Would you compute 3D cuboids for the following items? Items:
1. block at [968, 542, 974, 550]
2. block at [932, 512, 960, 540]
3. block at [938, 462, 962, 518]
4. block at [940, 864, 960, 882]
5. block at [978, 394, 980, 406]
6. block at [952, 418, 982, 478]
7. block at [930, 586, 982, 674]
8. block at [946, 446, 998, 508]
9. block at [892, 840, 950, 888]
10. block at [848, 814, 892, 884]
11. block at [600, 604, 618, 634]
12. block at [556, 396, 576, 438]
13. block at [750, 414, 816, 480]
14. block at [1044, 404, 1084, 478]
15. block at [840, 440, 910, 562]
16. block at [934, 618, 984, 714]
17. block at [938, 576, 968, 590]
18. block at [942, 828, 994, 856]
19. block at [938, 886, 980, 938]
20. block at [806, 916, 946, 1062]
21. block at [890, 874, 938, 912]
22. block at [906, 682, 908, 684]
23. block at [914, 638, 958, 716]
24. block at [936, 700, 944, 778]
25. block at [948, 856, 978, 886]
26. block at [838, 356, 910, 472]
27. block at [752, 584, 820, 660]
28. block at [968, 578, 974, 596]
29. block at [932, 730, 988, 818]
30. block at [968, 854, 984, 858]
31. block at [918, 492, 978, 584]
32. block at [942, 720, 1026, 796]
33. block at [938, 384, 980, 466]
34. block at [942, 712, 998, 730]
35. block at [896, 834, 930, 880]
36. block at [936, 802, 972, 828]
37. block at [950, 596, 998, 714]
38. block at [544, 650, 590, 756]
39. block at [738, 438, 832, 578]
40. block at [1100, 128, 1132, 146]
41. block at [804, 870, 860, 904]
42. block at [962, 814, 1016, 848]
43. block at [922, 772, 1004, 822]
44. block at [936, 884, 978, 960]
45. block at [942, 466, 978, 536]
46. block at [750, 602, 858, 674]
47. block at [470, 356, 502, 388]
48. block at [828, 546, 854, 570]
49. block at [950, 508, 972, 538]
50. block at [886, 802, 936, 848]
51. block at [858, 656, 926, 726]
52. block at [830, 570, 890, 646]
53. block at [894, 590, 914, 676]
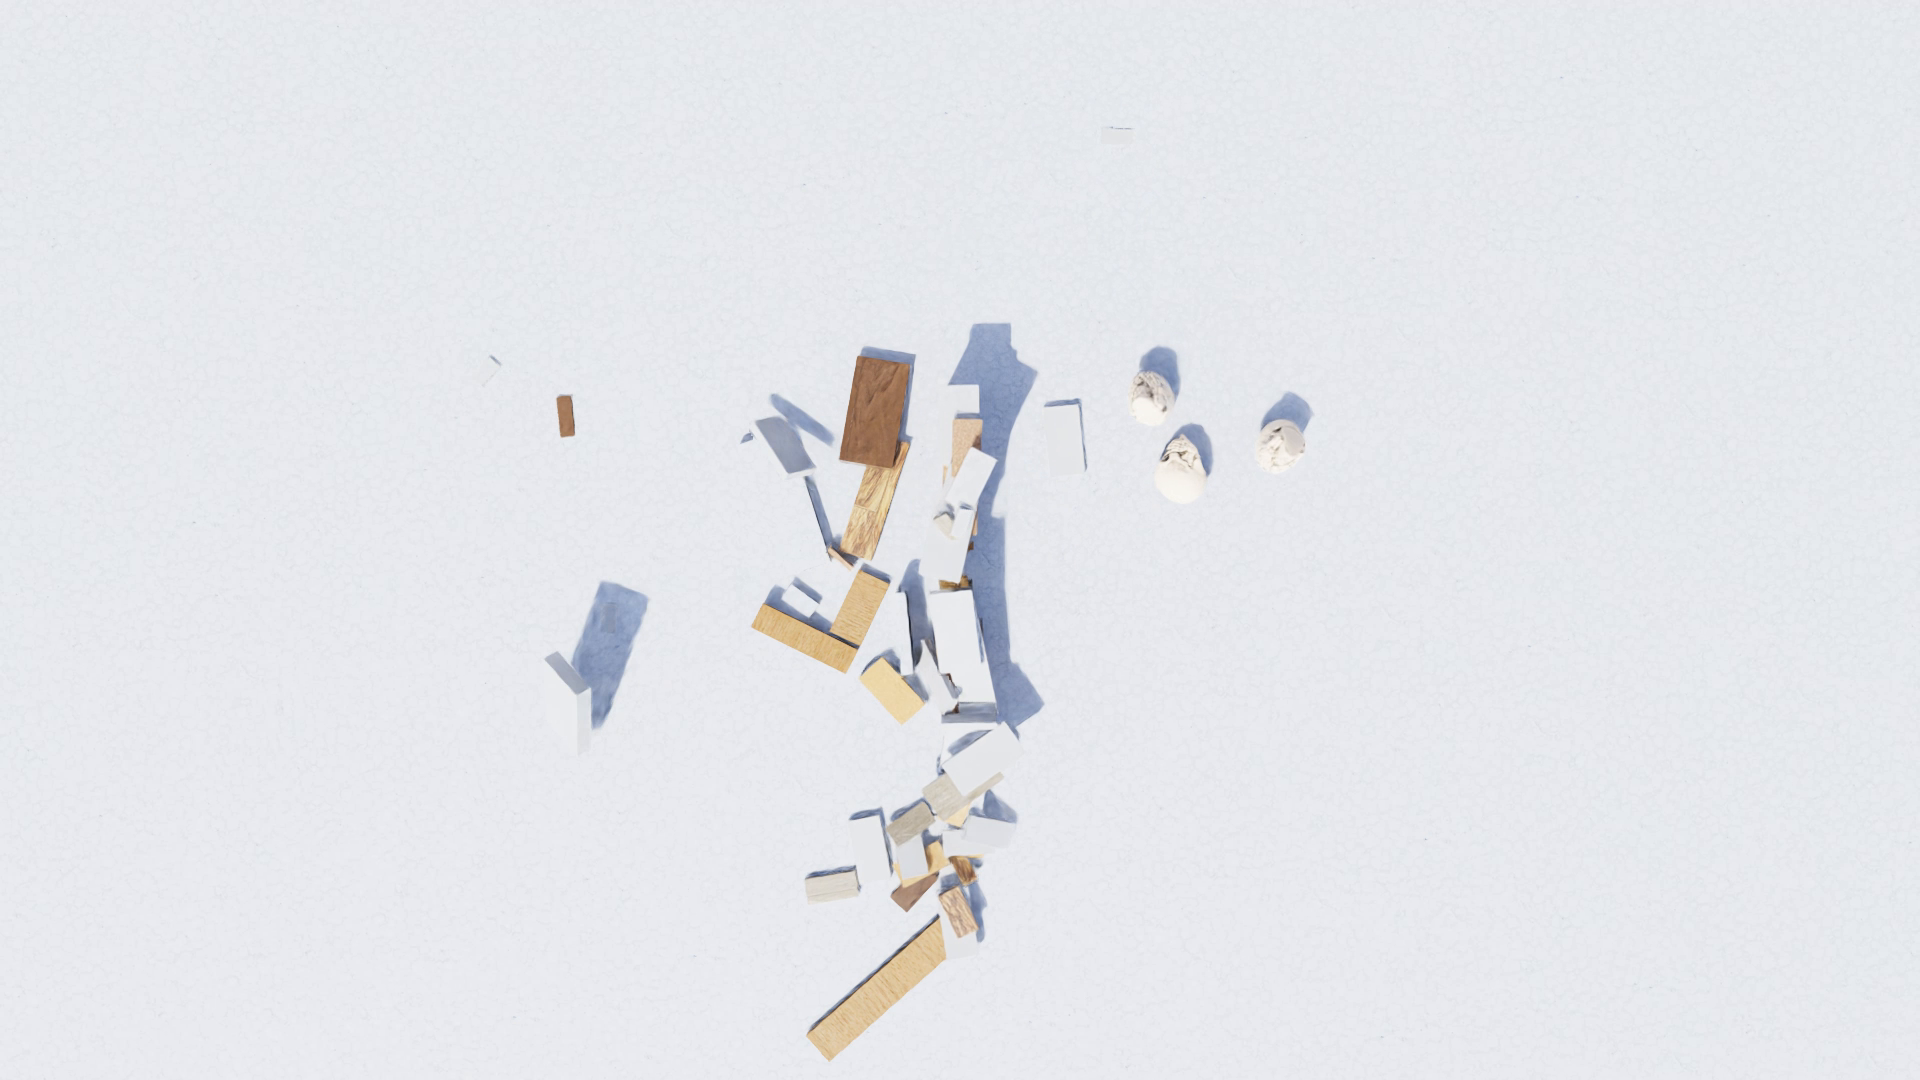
[{"bbox_3d":[-0.003,0.018,5.407,0.093,0.186,0.026,0,90,0],"label":"block"},{"bbox_3d":[-0.035,-0.044,5.166,0.052,0.015,0.104,-25,126,25],"label":"block"},{"bbox_3d":[-0.010,-0.145,5.188,0.091,0.026,0.182,13,83,-1],"label":"block"},{"bbox_3d":[-0.016,1.110,5.493,0.105,0.015,0.053,3,90,0],"label":"block"},{"bbox_3d":[-0.001,-0.451,5.374,0.126,0.252,0.036,0,92,0],"label":"block"},{"bbox_3d":[0.022,-0.288,5.182,0.091,0.026,0.182,1,80,-2],"label":"block"},{"bbox_3d":[-0.014,0.287,5.266,0.134,0.038,0.268,-7,107,1],"label":"block"},{"bbox_3d":[0.036,-0.191,5.138,0.091,0.026,0.182,26,102,-1],"label":"block"},{"bbox_3d":[-0.129,1.075,5.464,0.171,0.024,0.086,-27,72,-7],"label":"block"},{"bbox_3d":[-0.300,1.028,5.485,0.107,0.030,0.213,-11,90,0],"label":"block"},{"bbox_3d":[-1.168,0.262,5.493,0.047,0.013,0.095,9,90,0],"label":"block"},{"bbox_3d":[-1.313,-0.411,5.493,0.048,0.014,0.135,-6,90,0],"label":"block"},{"bbox_3d":[-0.576,-0.302,5.374,0.115,0.033,0.230,-17,63,-39],"label":"block"},{"bbox_3d":[0.346,-0.329,5.484,0.115,0.033,0.230,-6,90,0],"label":"block"},{"bbox_3d":[-0.285,-0.142,5.484,0.113,0.032,0.409,18,90,0],"label":"block"},{"bbox_3d":[0.006,0.423,5.433,0.159,0.045,0.319,-5,90,0],"label":"block"},{"bbox_3d":[-0.009,0.212,5.314,0.093,0.026,0.186,-8,106,2],"label":"block"},{"bbox_3d":[0.028,0.999,5.463,0.169,0.024,0.085,-2,90,-11],"label":"block"},{"bbox_3d":[-0.006,1.225,5.428,0.077,0.022,0.155,-26,89,-4],"label":"block"},{"bbox_3d":[-0.235,1.478,5.484,0.633,0.033,0.115,-42,90,0],"label":"block"},{"bbox_3d":[-0.153,1.156,5.489,0.077,0.022,0.155,43,90,0],"label":"block"},{"bbox_3d":[-0.216,0.505,5.493,0.096,0.014,0.048,-29,90,0],"label":"block"},{"bbox_3d":[-0.077,0.445,5.395,0.024,0.085,0.256,-5,50,-30],"label":"block"},{"bbox_3d":[0.003,0.634,5.477,0.159,0.045,0.319,0,90,0],"label":"block"},{"bbox_3d":[0.009,1.086,5.469,0.053,0.015,0.105,-26,68,-11],"label":"block"},{"bbox_3d":[-0.282,-0.418,5.451,0.177,0.050,0.355,9,82,0],"label":"block"},{"bbox_3d":[-0.580,0.271,5.484,0.113,0.032,0.227,36,90,0],"label":"block"},{"bbox_3d":[-0.002,0.200,5.419,0.093,0.186,0.026,-3,129,0],"label":"block"},{"bbox_3d":[0.012,0.752,5.423,0.159,0.045,0.319,8,102,-2],"label":"block"},{"bbox_3d":[0.051,1.005,5.493,0.053,0.015,0.105,0,90,0],"label":"block"},{"bbox_3d":[-0.037,-0.010,5.228,0.134,0.038,0.268,13,94,-1],"label":"block"},{"bbox_3d":[0.076,0.706,5.330,0.247,0.035,0.123,-35,93,-3],"label":"block"},{"bbox_3d":[-0.002,-0.363,5.229,0.126,0.036,0.252,-1,90,0],"label":"block"},{"bbox_3d":[0.029,0.587,5.329,0.179,0.090,0.025,-1,105,-1],"label":"block"},{"bbox_3d":[-0.165,1.025,5.457,0.090,0.025,0.179,-13,71,-3],"label":"block"},{"bbox_3d":[-0.006,0.849,5.409,0.086,0.024,0.171,21,102,-4],"label":"block"},{"bbox_3d":[0.024,0.384,5.334,0.123,0.035,0.398,-11,106,2],"label":"block"},{"bbox_3d":[-1.265,0.531,5.318,0.050,0.355,0.177,-31,63,-32],"label":"block"},{"bbox_3d":[-0.583,-0.121,5.475,0.177,0.050,0.461,-18,90,0],"label":"block"},{"bbox_3d":[0.521,-1.342,5.493,0.104,0.015,0.052,2,90,0],"label":"block"},{"bbox_3d":[-0.427,1.156,5.488,0.171,0.024,0.086,-10,90,0],"label":"block"},{"bbox_3d":[0.095,0.961,5.440,0.169,0.024,0.085,15,91,-25],"label":"block"},{"bbox_3d":[0.009,0.793,5.361,0.247,0.035,0.123,-35,93,-3],"label":"block"},{"bbox_3d":[-0.009,1.263,5.452,0.107,0.030,0.230,-9,88,-3],"label":"block"},{"bbox_3d":[0.000,-0.127,5.263,0.111,0.031,0.221,1,90,0],"label":"block"},{"bbox_3d":[-0.514,0.326,5.460,0.351,0.025,0.090,27,91,-9],"label":"block"},{"bbox_3d":[-1.581,-0.559,5.493,0.048,0.014,0.096,44,90,0],"label":"block"},{"bbox_3d":[-0.396,0.061,5.474,0.104,0.052,0.015,42,94,0],"label":"block"},{"bbox_3d":[0.003,-0.055,5.143,0.047,0.013,0.095,7,113,-26],"label":"block"},{"bbox_3d":[-0.162,0.942,5.460,0.155,0.022,0.077,-33,73,-10],"label":"block"},{"bbox_3d":[-0.225,0.501,5.471,0.107,0.030,0.213,-42,90,0],"label":"block"},{"bbox_3d":[-0.333,0.225,5.484,0.113,0.032,0.227,25,90,0],"label":"block"},{"bbox_3d":[-0.183,0.305,5.433,0.038,0.134,0.268,-6,90,1],"label":"block"}]
